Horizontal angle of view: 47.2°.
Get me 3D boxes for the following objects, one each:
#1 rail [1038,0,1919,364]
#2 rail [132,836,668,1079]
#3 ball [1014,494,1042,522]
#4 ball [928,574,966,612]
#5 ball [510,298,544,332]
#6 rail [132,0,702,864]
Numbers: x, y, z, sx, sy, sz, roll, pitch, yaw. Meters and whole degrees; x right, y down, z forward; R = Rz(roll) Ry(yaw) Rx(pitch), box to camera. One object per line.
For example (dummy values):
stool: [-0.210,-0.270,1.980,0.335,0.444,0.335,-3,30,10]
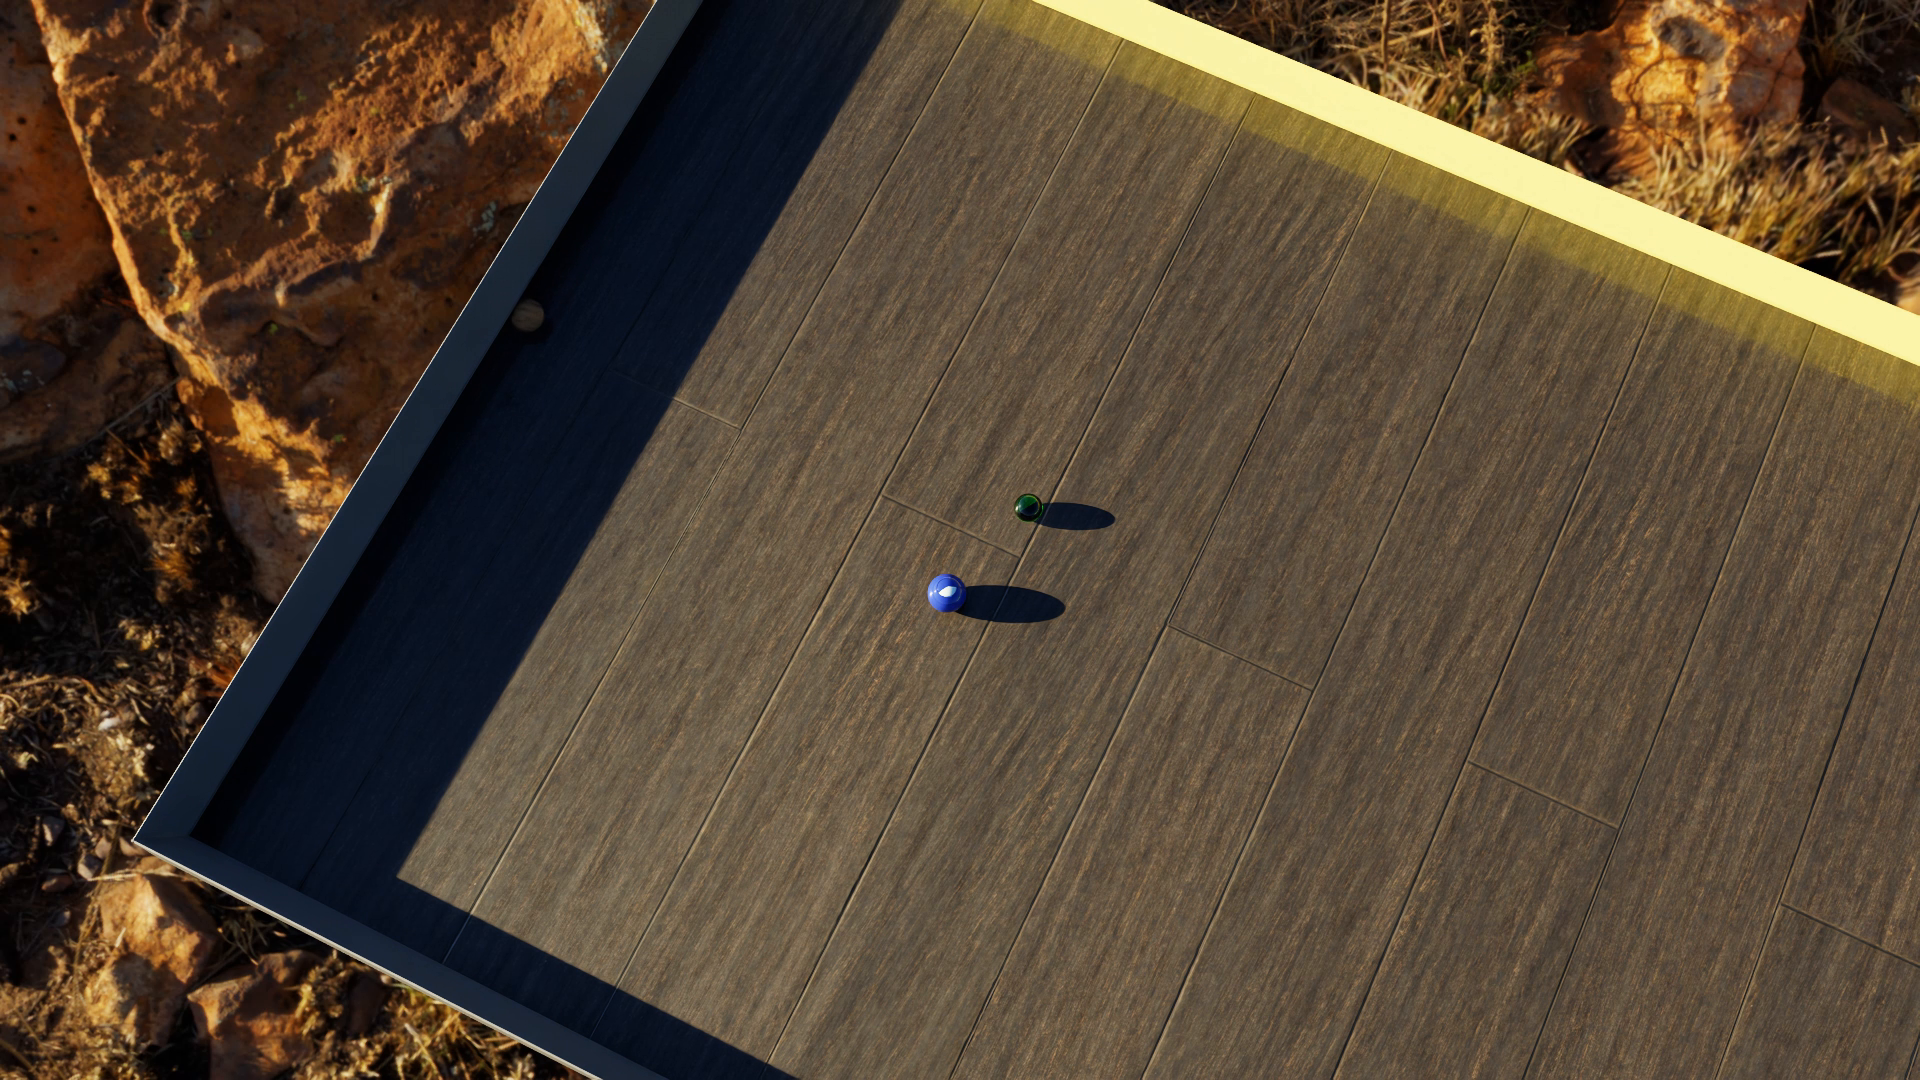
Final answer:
rail: [1.194,-0.460,3.588,3.463,0.118,0.045,24,72,9]
rail: [0.363,1.147,2.997,3.463,0.118,0.045,24,72,9]
ball: [0.108,-0.051,3.477,0.046,0.046,0.046,0,70,0]
ball: [-0.020,0.083,3.420,0.061,0.061,0.061,0,70,0]
ball: [-0.706,-0.367,3.587,0.056,0.056,0.056,0,70,0]
rail: [-0.757,-0.356,3.550,0.045,0.118,1.951,24,72,9]
